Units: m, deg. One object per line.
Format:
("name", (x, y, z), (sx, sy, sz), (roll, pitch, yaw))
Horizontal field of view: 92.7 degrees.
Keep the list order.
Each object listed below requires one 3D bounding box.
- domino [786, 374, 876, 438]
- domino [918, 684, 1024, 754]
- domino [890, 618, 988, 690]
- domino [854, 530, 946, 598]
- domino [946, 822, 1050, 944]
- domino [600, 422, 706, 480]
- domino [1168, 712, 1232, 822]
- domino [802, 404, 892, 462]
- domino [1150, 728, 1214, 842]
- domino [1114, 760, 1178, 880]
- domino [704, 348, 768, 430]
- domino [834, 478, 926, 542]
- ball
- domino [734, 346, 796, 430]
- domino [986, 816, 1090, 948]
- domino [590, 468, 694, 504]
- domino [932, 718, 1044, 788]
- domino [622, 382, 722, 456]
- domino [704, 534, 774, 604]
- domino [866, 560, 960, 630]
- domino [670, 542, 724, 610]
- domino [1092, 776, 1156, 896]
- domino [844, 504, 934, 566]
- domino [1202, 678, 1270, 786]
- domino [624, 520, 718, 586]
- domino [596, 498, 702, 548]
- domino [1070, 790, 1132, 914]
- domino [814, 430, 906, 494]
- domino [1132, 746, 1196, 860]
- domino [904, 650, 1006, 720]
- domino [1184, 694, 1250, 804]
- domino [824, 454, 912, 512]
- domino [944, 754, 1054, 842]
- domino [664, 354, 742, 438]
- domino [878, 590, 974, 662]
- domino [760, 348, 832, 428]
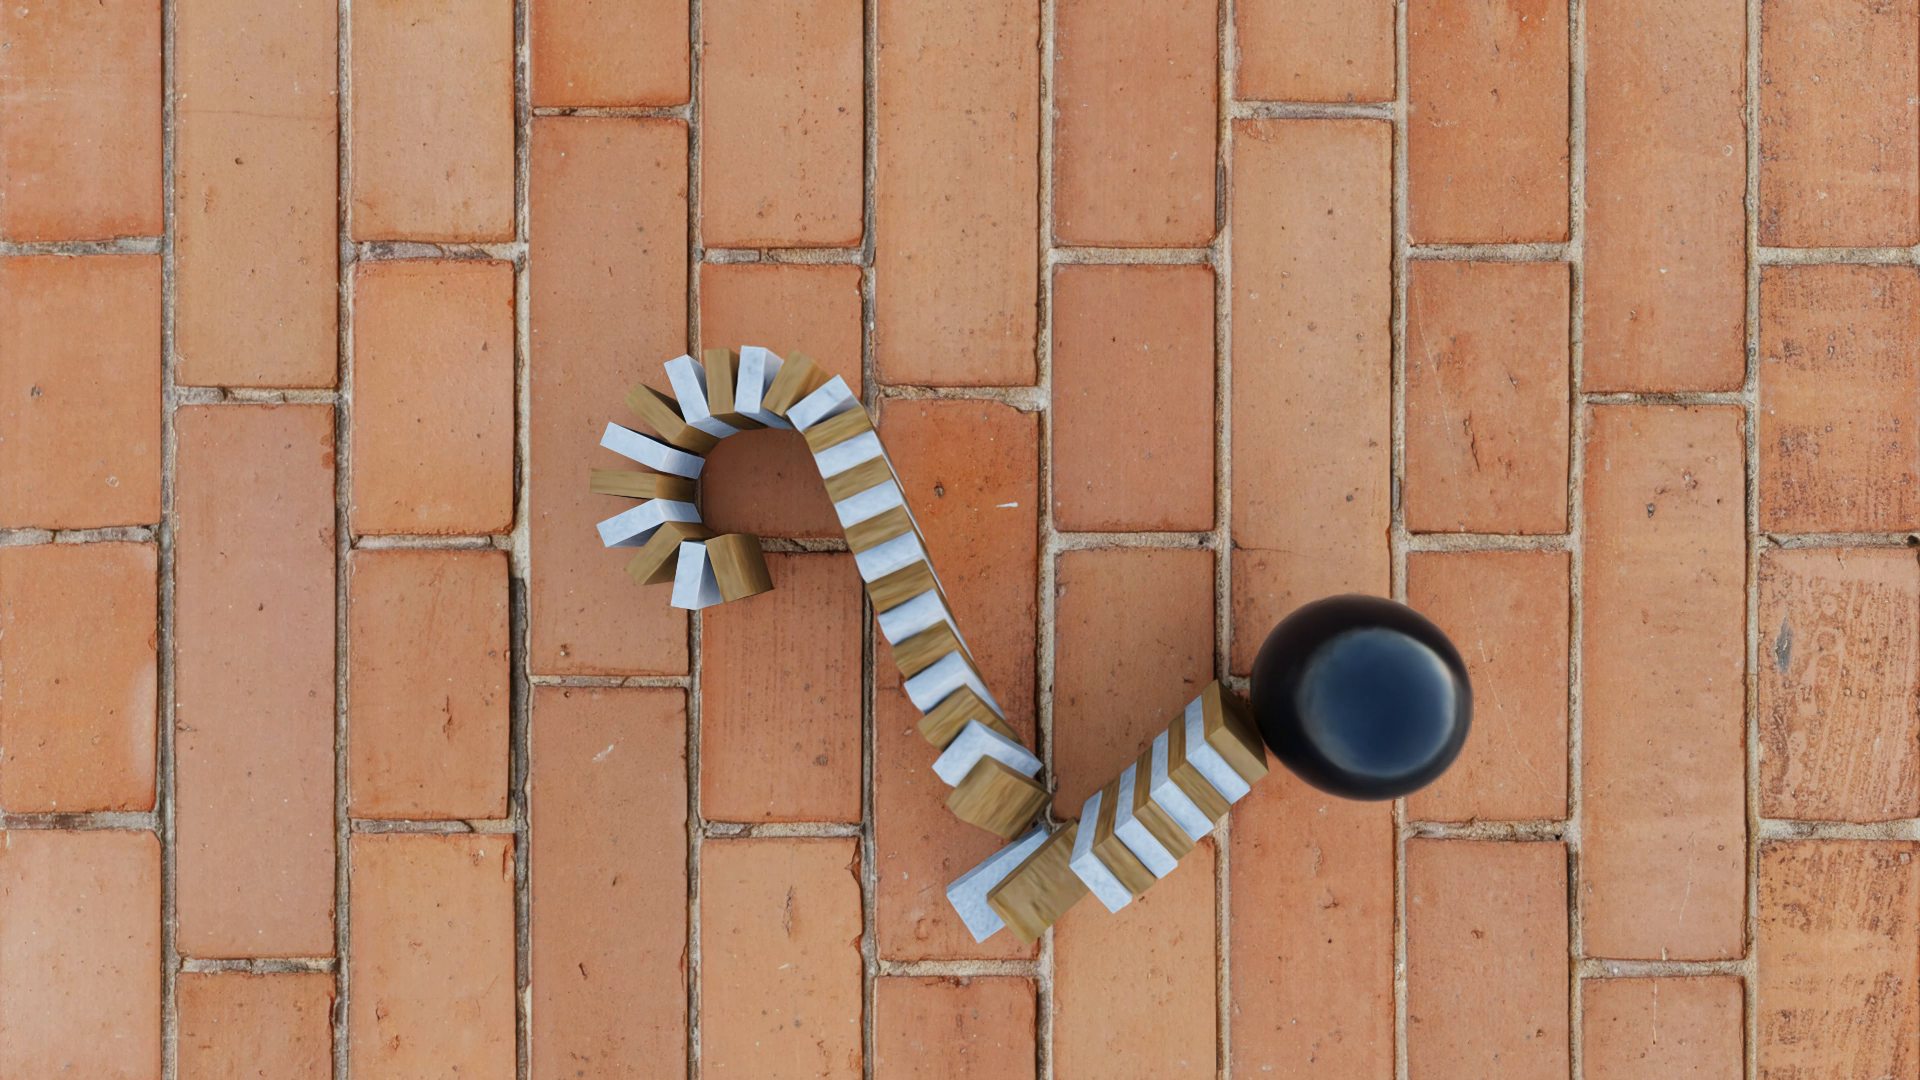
("domino", (-0.052, -0.049, 0.375), (0.025, 0.050, 0.010), (-35, 80, 0))
("domino", (0.005, 0.080, 0.378), (0.025, 0.050, 0.010), (-40, 49, 0))
("domino", (-0.008, 0.054, 0.377), (0.025, 0.050, 0.009), (-29, 52, 0))
("domino", (-0.023, 0.016, 0.376), (0.025, 0.050, 0.010), (-24, 63, 0))
("domino", (0.022, 0.148, 0.395), (0.050, 0.010, 0.025), (-34, 90, 0))
("domino", (-0.124, -0.036, 0.375), (0.025, 0.050, 0.009), (24, 90, 0))
("domino", (0.097, 0.091, 0.375), (0.025, 0.050, 0.009), (46, 108, 0))
("domino", (-0.045, -0.038, 0.375), (0.025, 0.050, 0.010), (-24, 78, 0))
("domino", (0.091, 0.099, 0.375), (0.025, 0.050, 0.009), (46, 108, 0))
("domino", (0.077, 0.113, 0.375), (0.025, 0.050, 0.009), (46, 108, 0))
("domino", (-0.091, -0.061, 0.375), (0.010, 0.050, 0.025), (-5, 90, 3))
("domino", (-0.032, -0.006, 0.375), (0.025, 0.050, 0.010), (-24, 69, 0))
("ball", (0.156, 0.061, 0.360), (0.080, 0.080, 0.080), (0, 90, 0))
("domino", (-0.077, -0.061, 0.375), (0.009, 0.050, 0.025), (6, 90, 7))
("domino", (0.038, 0.144, 0.386), (0.050, 0.010, 0.025), (-42, 90, 0))
("domino", (-0.129, -0.022, 0.375), (0.025, 0.050, 0.009), (6, 90, 0))
("domino", (0.012, 0.093, 0.378), (0.025, 0.050, 0.010), (-50, 48, 1))
("domino", (-0.117, -0.049, 0.375), (0.025, 0.050, 0.010), (41, 90, 0))
("domino", (-0.089, 0.011, 0.375), (0.010, 0.050, 0.025), (-17, 90, 0))
("domino", (-0.018, 0.028, 0.376), (0.025, 0.050, 0.010), (-24, 58, 0))
("domino", (-0.104, 0.014, 0.375), (0.009, 0.050, 0.025), (9, 90, 0))
("domino", (0.069, 0.120, 0.375), (0.025, 0.050, 0.010), (46, 109, 0))
("domino", (-0.028, 0.004, 0.375), (0.025, 0.050, 0.009), (-24, 68, 0))
("domino", (0.112, 0.077, 0.375), (0.025, 0.050, 0.010), (46, 108, 0))
("domino", (-0.117, 0.005, 0.375), (0.010, 0.050, 0.025), (42, 90, 0))
("domino", (-0.126, -0.007, 0.375), (0.025, 0.050, 0.010), (-24, 90, 0))
("domino", (0.060, 0.126, 0.375), (0.009, 0.050, 0.025), (-43, 90, 20))
("domino", (-0.040, -0.026, 0.375), (0.025, 0.050, 0.010), (-24, 72, 0))
("domino", (0.084, 0.106, 0.375), (0.025, 0.050, 0.010), (46, 108, 0))
("domino", (-0.001, 0.067, 0.378), (0.025, 0.050, 0.010), (-32, 50, 0))
("domino", (0.104, 0.084, 0.375), (0.025, 0.050, 0.010), (46, 108, 0))
("domino", (-0.036, -0.016, 0.375), (0.025, 0.050, 0.009), (-24, 70, 0))
("domino", (0.017, 0.107, 0.378), (0.025, 0.050, 0.010), (-49, 48, 0))
("domino", (-0.104, -0.058, 0.375), (0.009, 0.050, 0.025), (-21, 90, 0))
("domino", (-0.013, 0.041, 0.377), (0.025, 0.050, 0.010), (-26, 55, 0))
("domino", (-0.063, -0.059, 0.375), (0.009, 0.050, 0.025), (29, 90, 8))
